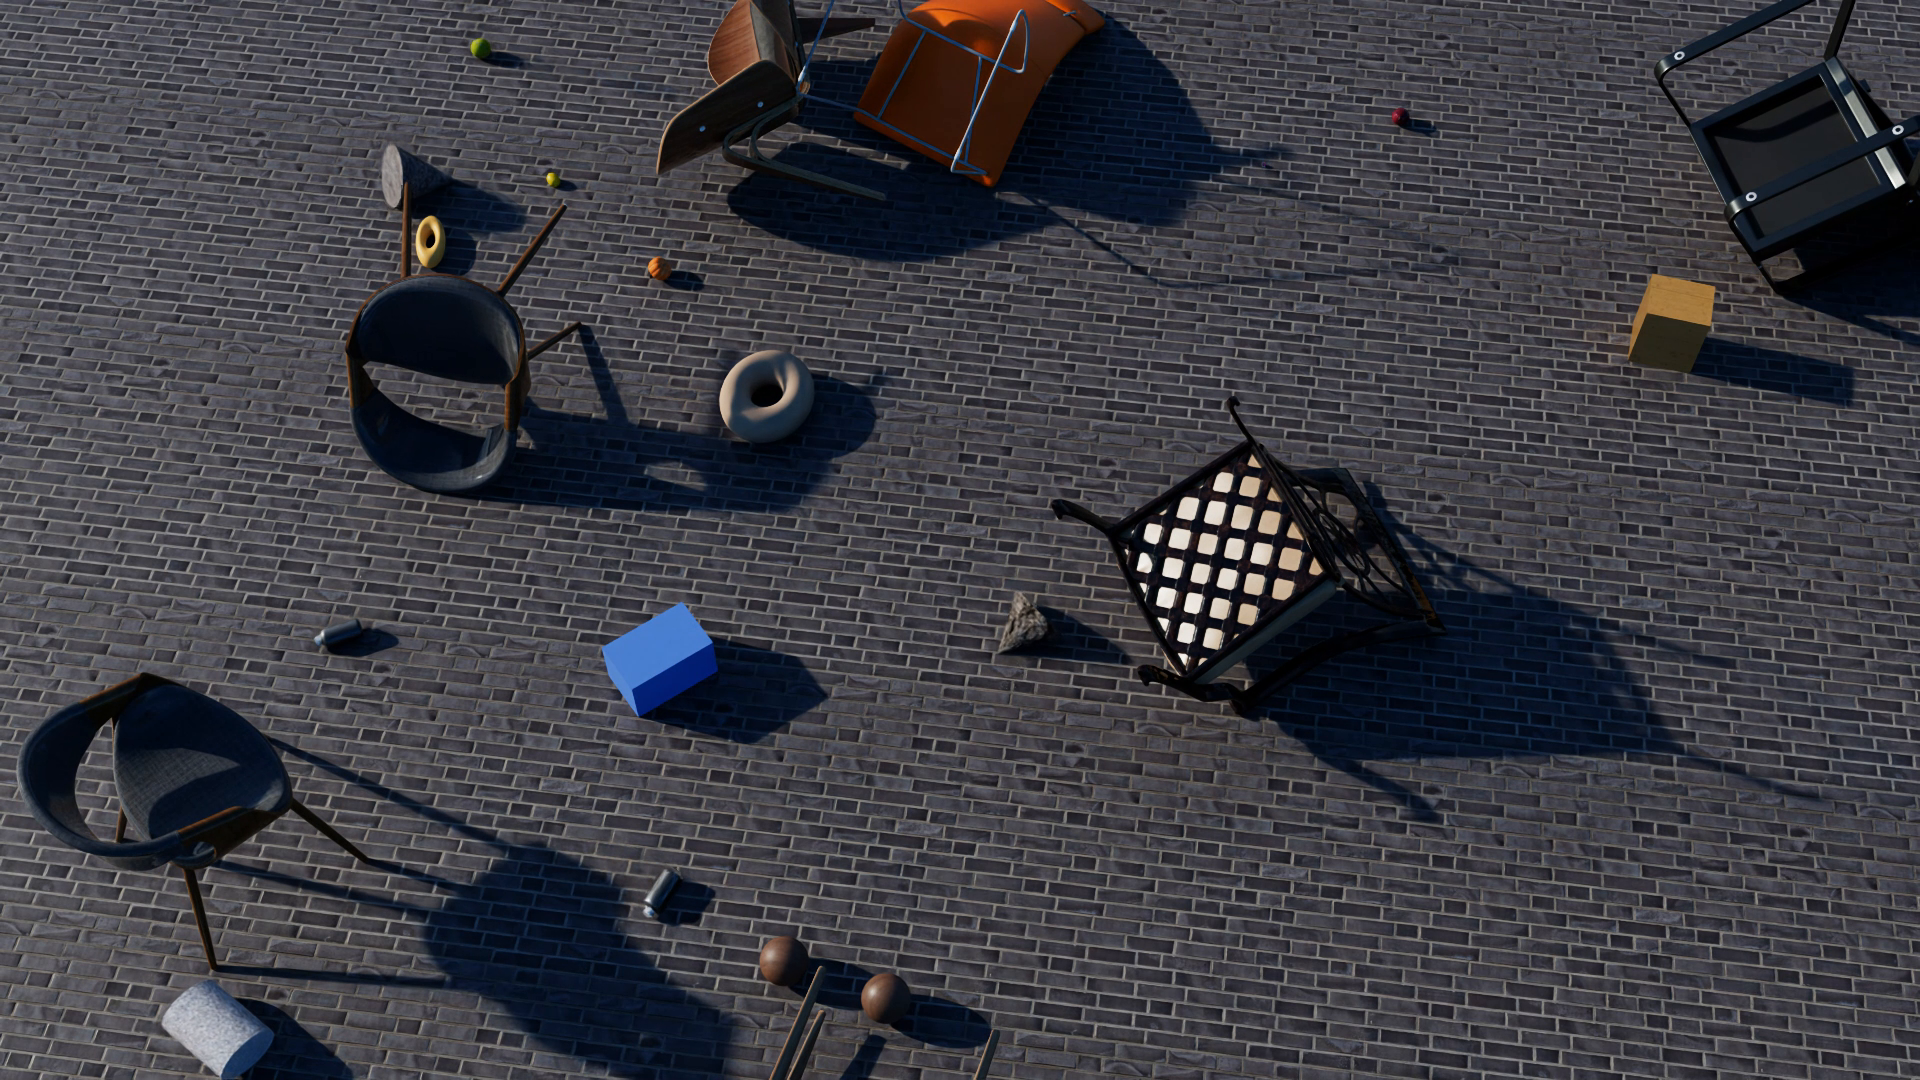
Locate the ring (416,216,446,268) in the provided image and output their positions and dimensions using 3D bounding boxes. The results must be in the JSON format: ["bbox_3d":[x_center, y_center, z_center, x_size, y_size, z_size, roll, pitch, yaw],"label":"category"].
[{"bbox_3d":[-1.731,-0.976,7.195,0.095,0.057,0.213,-4,57,-5],"label":"ring"}]

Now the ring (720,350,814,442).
[{"bbox_3d":[-0.596,-0.445,6.805,0.288,0.114,0.333,17,59,10],"label":"ring"}]

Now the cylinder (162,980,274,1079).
[{"bbox_3d":[-1.907,1.259,5.652,0.225,0.127,0.169,32,49,20],"label":"cylinder"}]

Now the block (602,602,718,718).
[{"bbox_3d":[-0.851,0.339,6.251,0.265,0.158,0.166,-30,61,-19],"label":"block"}]

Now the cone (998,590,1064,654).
[{"bbox_3d":[0.169,0.271,6.355,0.171,0.133,0.215,-44,59,-2],"label":"cone"}]

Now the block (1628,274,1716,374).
[{"bbox_3d":[2.227,-0.676,6.886,0.193,0.236,0.165,13,57,9],"label":"block"}]

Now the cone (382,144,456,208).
[{"bbox_3d":[-1.783,-1.207,7.328,0.221,0.200,0.245,-1,34,-31],"label":"cone"}]
